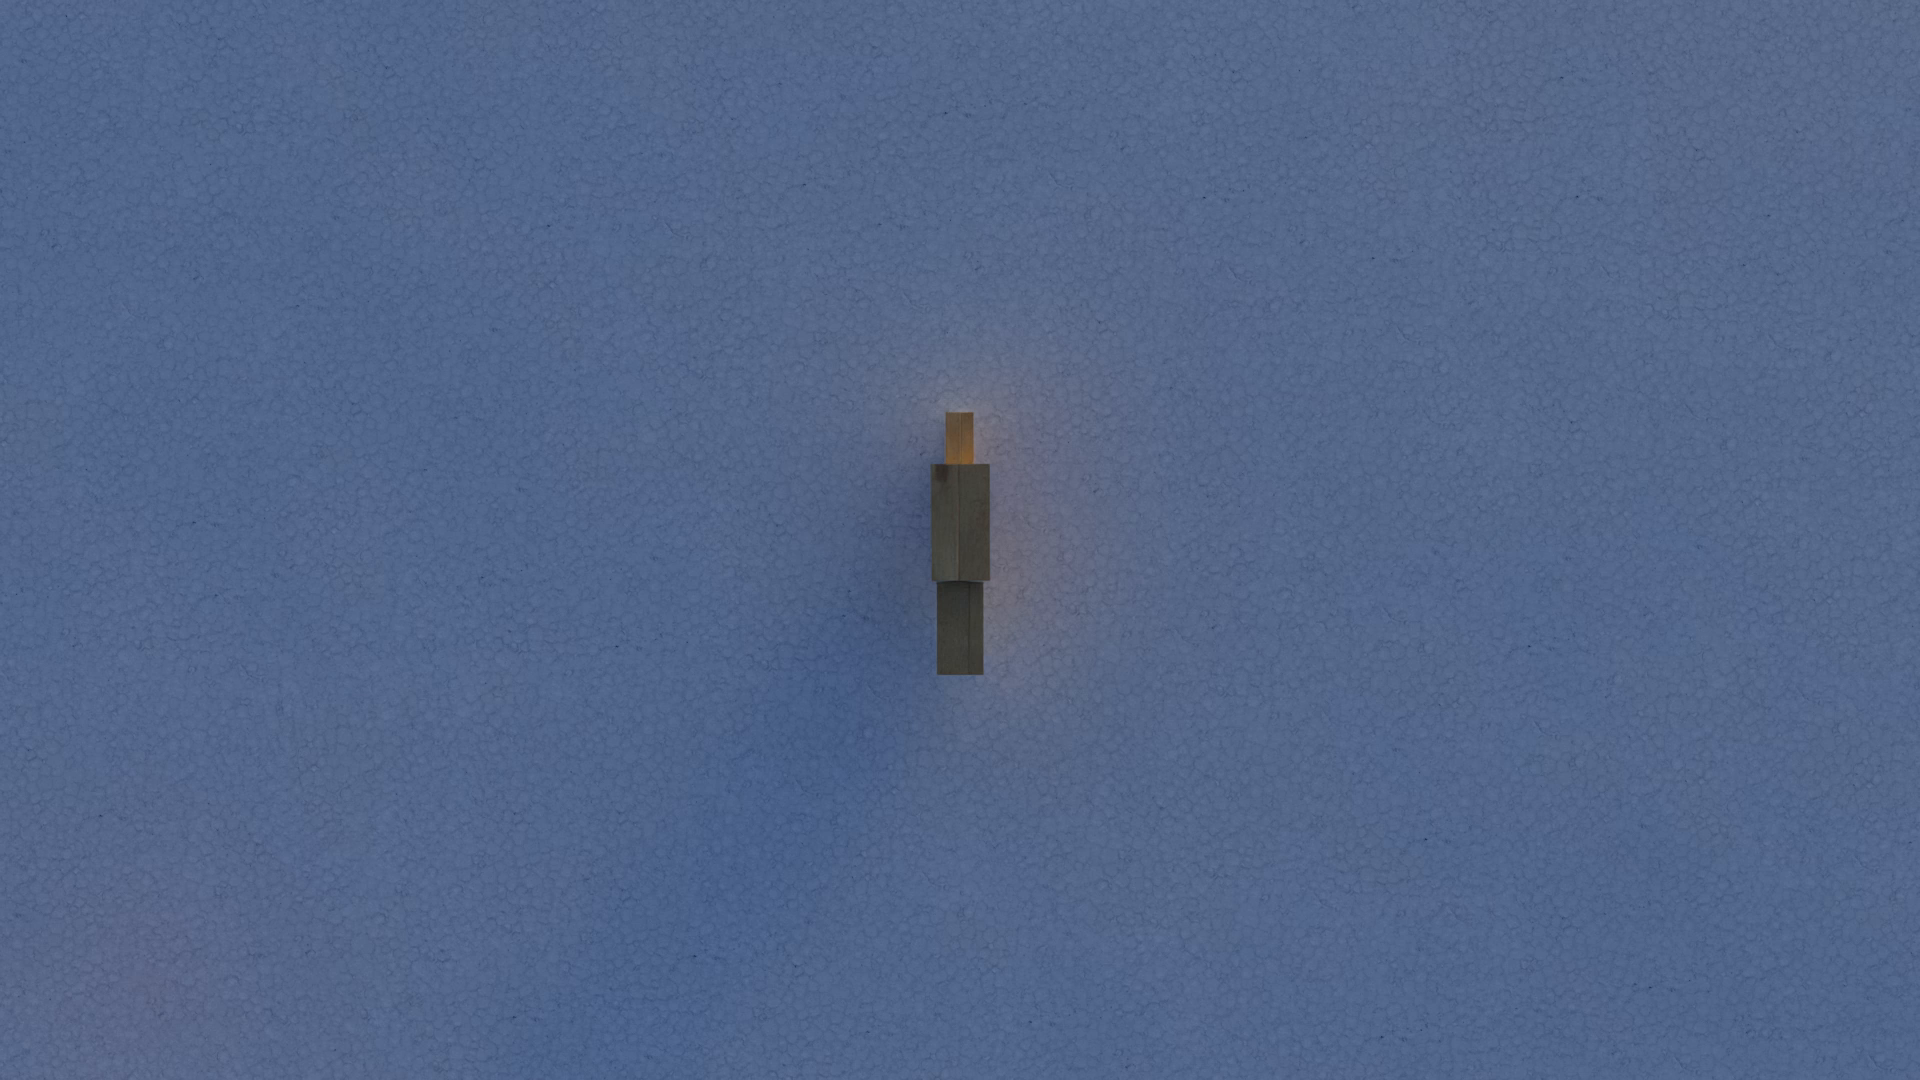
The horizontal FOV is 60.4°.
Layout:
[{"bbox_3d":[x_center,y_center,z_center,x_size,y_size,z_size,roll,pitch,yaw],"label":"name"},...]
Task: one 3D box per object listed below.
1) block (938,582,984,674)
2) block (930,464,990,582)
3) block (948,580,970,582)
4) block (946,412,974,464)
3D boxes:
[{"bbox_3d":[0.001,0.269,5.038,0.141,0.040,0.283,0,90,0],"label":"block"},{"bbox_3d":[0.001,-0.053,4.950,0.175,0.049,0.349,0,90,0],"label":"block"},{"bbox_3d":[-0.003,0.148,5.351,0.070,0.020,0.140,0,90,0],"label":"block"},{"bbox_3d":[-0.002,-0.321,5.308,0.090,0.025,0.179,0,90,0],"label":"block"}]
